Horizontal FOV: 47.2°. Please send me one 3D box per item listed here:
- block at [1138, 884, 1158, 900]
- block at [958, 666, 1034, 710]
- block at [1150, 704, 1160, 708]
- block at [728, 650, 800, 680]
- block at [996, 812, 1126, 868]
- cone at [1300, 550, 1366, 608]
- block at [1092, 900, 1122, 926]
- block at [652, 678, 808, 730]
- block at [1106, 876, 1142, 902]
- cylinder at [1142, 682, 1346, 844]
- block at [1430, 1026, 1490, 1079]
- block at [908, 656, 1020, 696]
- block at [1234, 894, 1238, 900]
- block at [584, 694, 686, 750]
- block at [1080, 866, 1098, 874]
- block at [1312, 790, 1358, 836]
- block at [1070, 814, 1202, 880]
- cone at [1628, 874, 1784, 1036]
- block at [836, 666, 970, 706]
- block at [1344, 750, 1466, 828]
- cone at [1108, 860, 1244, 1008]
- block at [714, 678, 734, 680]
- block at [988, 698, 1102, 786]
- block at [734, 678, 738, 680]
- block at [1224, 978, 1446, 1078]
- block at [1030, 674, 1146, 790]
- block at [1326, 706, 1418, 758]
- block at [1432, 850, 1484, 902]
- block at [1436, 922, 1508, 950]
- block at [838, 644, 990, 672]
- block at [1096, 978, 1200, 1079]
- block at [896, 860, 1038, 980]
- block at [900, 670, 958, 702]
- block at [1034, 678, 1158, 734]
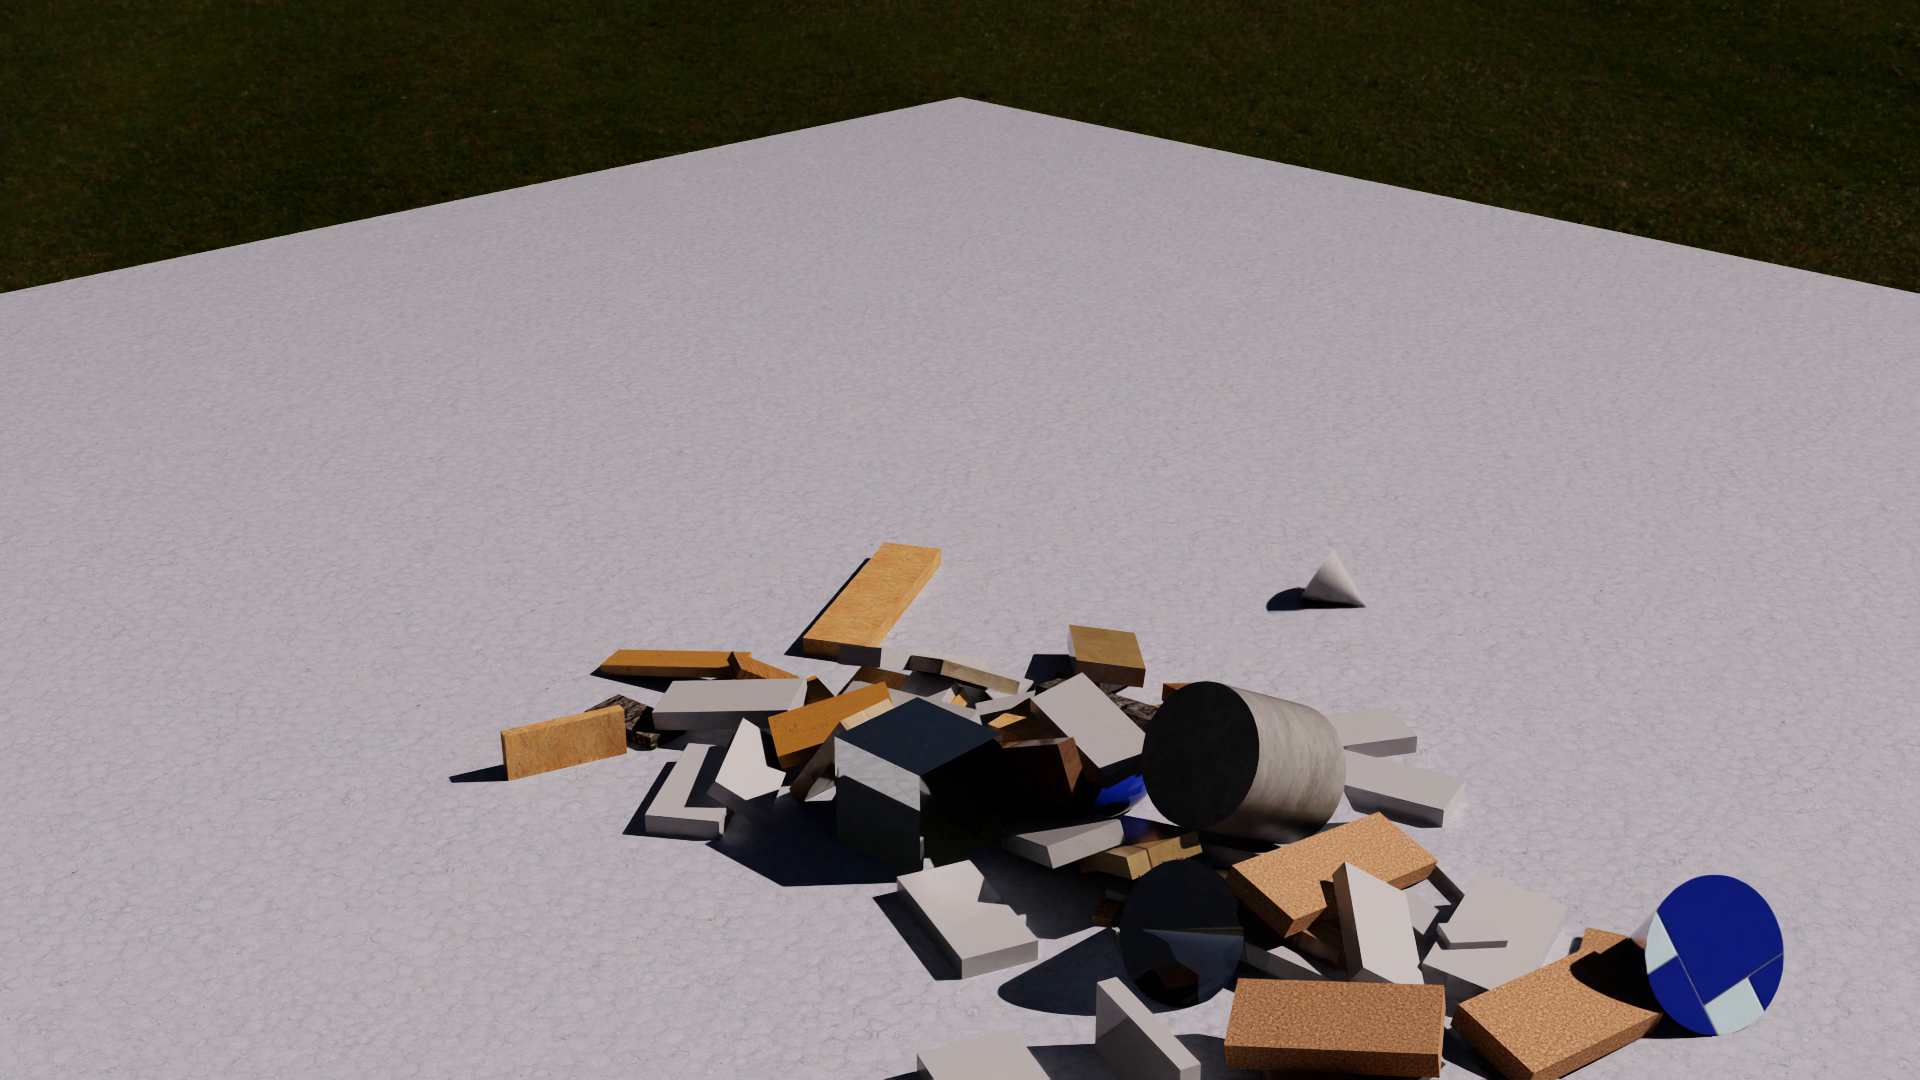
[{"bbox_3d":[0.366,0.640,4.225,0.074,0.021,0.148,-1,23,-2],"label":"block"},{"bbox_3d":[0.025,0.362,4.857,0.140,0.040,0.281,16,28,32],"label":"block"},{"bbox_3d":[0.462,0.412,4.740,0.274,0.039,0.137,7,24,16],"label":"block"},{"bbox_3d":[-0.428,0.305,4.894,0.175,0.025,0.088,24,14,-28],"label":"block"},{"bbox_3d":[0.190,0.564,4.203,0.151,0.043,0.301,-17,4,-16],"label":"block"},{"bbox_3d":[0.935,0.123,5.386,0.147,0.147,0.147,34,32,10],"label":"cone"},{"bbox_3d":[0.310,0.701,4.088,0.117,0.017,0.059,8,24,19],"label":"block"},{"bbox_3d":[-0.495,0.355,4.751,0.304,0.043,0.152,-2,22,12],"label":"block"},{"bbox_3d":[0.327,0.647,4.161,0.059,0.017,0.117,10,26,26],"label":"block"},{"bbox_3d":[0.541,0.427,4.190,0.277,0.277,0.277,16,7,-44],"label":"cylinder"},{"bbox_3d":[0.778,0.869,3.668,0.125,0.035,0.250,-7,24,-15],"label":"block"},{"bbox_3d":[0.010,0.293,4.762,0.222,0.031,0.111,19,-9,-38],"label":"block"},{"bbox_3d":[0.437,0.658,4.048,0.148,0.021,0.074,6,5,8],"label":"block"},{"bbox_3d":[-0.708,0.396,4.790,0.207,0.029,0.104,17,28,35],"label":"block"},{"bbox_3d":[0.311,0.608,4.220,0.148,0.021,0.074,-13,6,26],"label":"block"},{"bbox_3d":[0.640,0.552,4.408,0.284,0.040,0.142,-2,23,-4],"label":"block"},{"bbox_3d":[0.316,0.578,4.159,0.151,0.043,0.301,-18,5,-22],"label":"block"},{"bbox_3d":[1.259,0.722,3.903,0.272,0.272,0.272,-7,-3,-16],"label":"cone"},{"bbox_3d":[-0.135,0.356,4.779,0.281,0.040,0.140,10,44,35],"label":"block"},{"bbox_3d":[0.877,0.506,4.517,0.284,0.040,0.142,12,26,27],"label":"block"},{"bbox_3d":[0.332,0.701,3.961,0.256,0.256,0.256,-13,-1,-27],"label":"cone"},{"bbox_3d":[-0.511,0.340,4.889,0.065,0.018,0.131,-16,28,-34],"label":"block"},{"bbox_3d":[0.212,0.405,4.438,0.284,0.040,0.142,18,30,33],"label":"block"},{"bbox_3d":[-0.447,0.330,4.910,0.065,0.018,0.130,23,2,-39],"label":"block"},{"bbox_3d":[0.618,0.800,3.615,0.342,0.048,0.171,-2,28,17],"label":"block"},{"bbox_3d":[0.266,0.375,4.356,0.129,0.036,0.257,-25,46,-24],"label":"block"},{"bbox_3d":[0.819,0.423,4.713,0.281,0.040,0.140,-6,24,-14],"label":"block"},{"bbox_3d":[0.963,0.646,4.212,0.075,0.021,0.149,-7,24,-16],"label":"block"},{"bbox_3d":[0.912,0.704,3.917,0.112,0.016,0.056,0,27,-14],"label":"block"},{"bbox_3d":[-0.101,0.267,4.844,0.303,0.043,0.152,8,-5,-39],"label":"block"},{"bbox_3d":[0.305,0.844,3.600,0.038,0.133,0.266,-11,25,-24],"label":"block"},{"bbox_3d":[0.011,0.698,4.062,0.151,0.043,0.301,-10,25,-22],"label":"block"},{"bbox_3d":[-0.101,0.371,4.673,0.109,0.031,0.218,9,44,28],"label":"block"},{"bbox_3d":[0.318,0.353,4.502,0.307,0.043,0.153,16,8,19],"label":"block"}]
